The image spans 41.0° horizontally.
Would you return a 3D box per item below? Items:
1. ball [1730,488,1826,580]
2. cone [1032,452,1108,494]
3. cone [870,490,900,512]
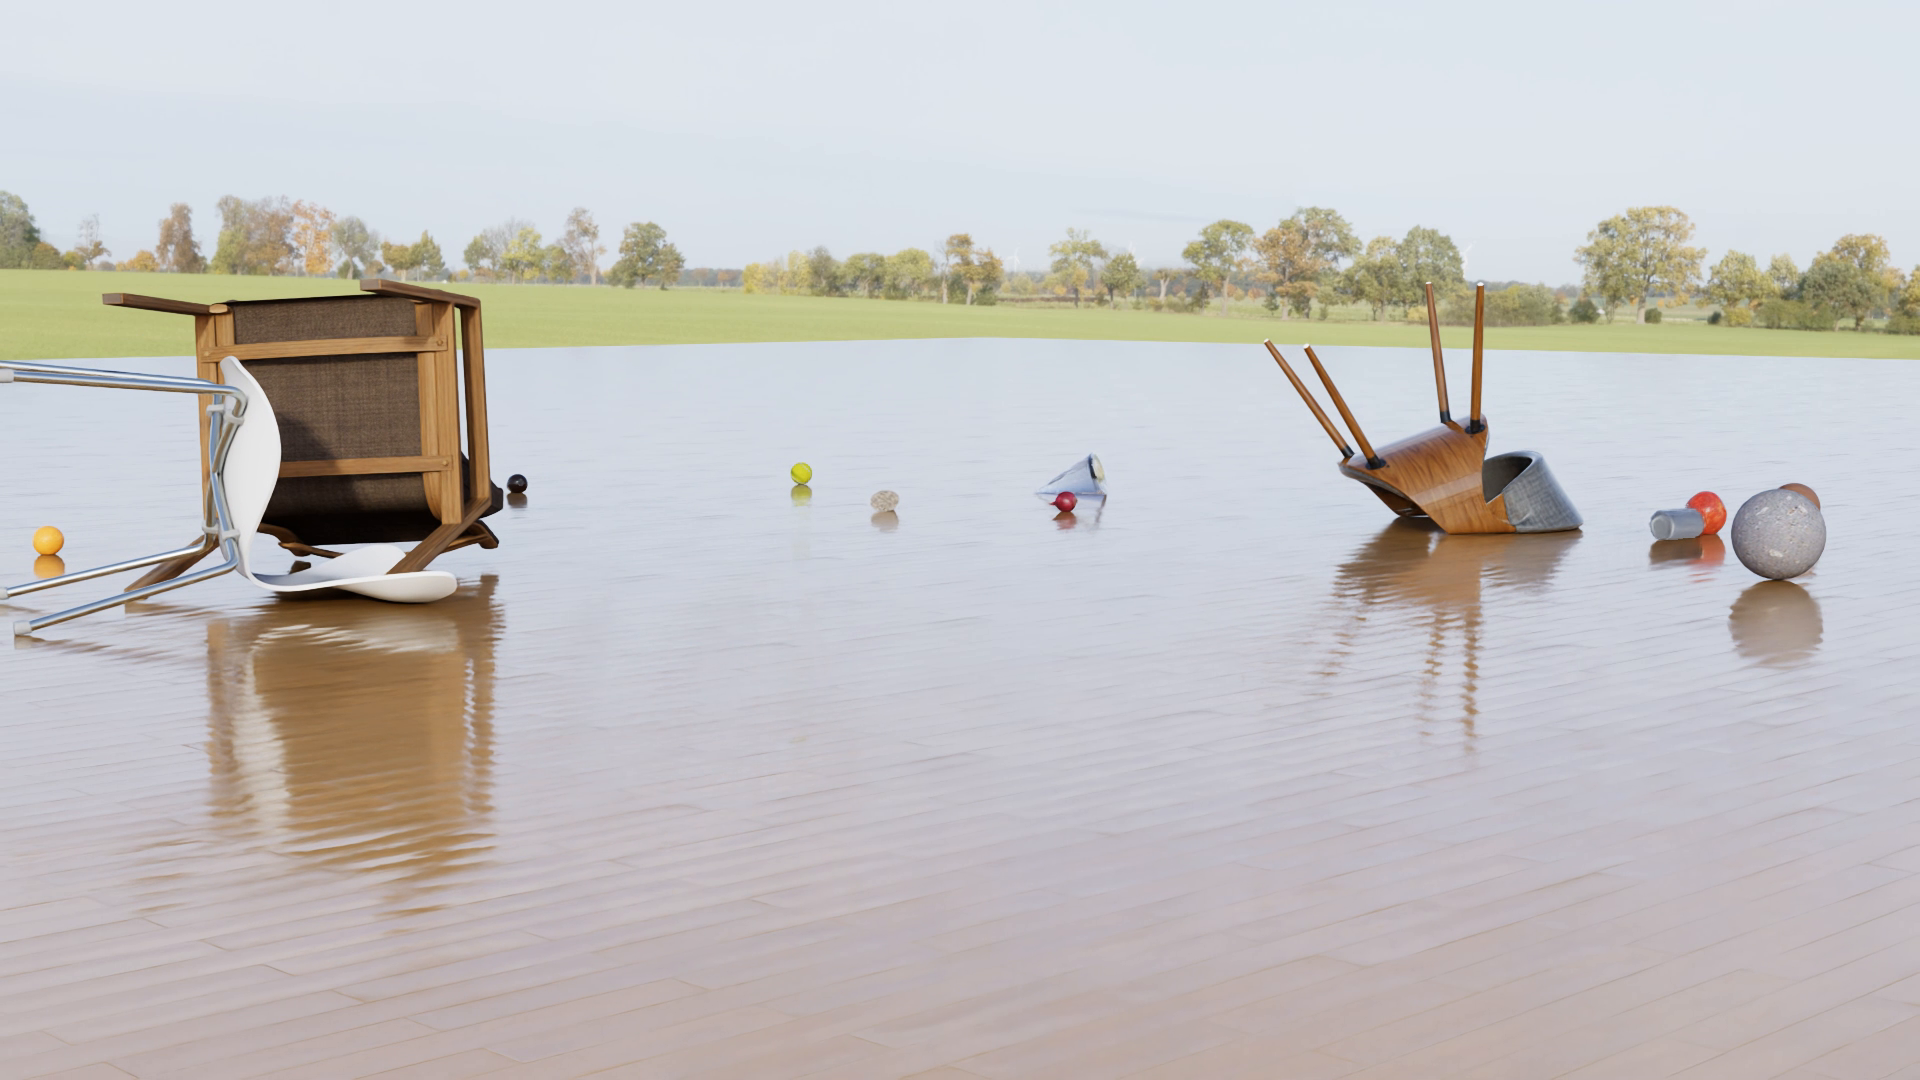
[{"bbox_3d":[1.775,-0.012,5.565,0.198,0.198,0.198,0,6,0],"label":"ball"},{"bbox_3d":[0.322,-0.173,7.778,0.214,0.135,0.212,-17,4,11],"label":"cone"},{"bbox_3d":[-0.201,-0.100,7.243,0.085,0.061,0.103,-5,-12,11],"label":"cone"}]
